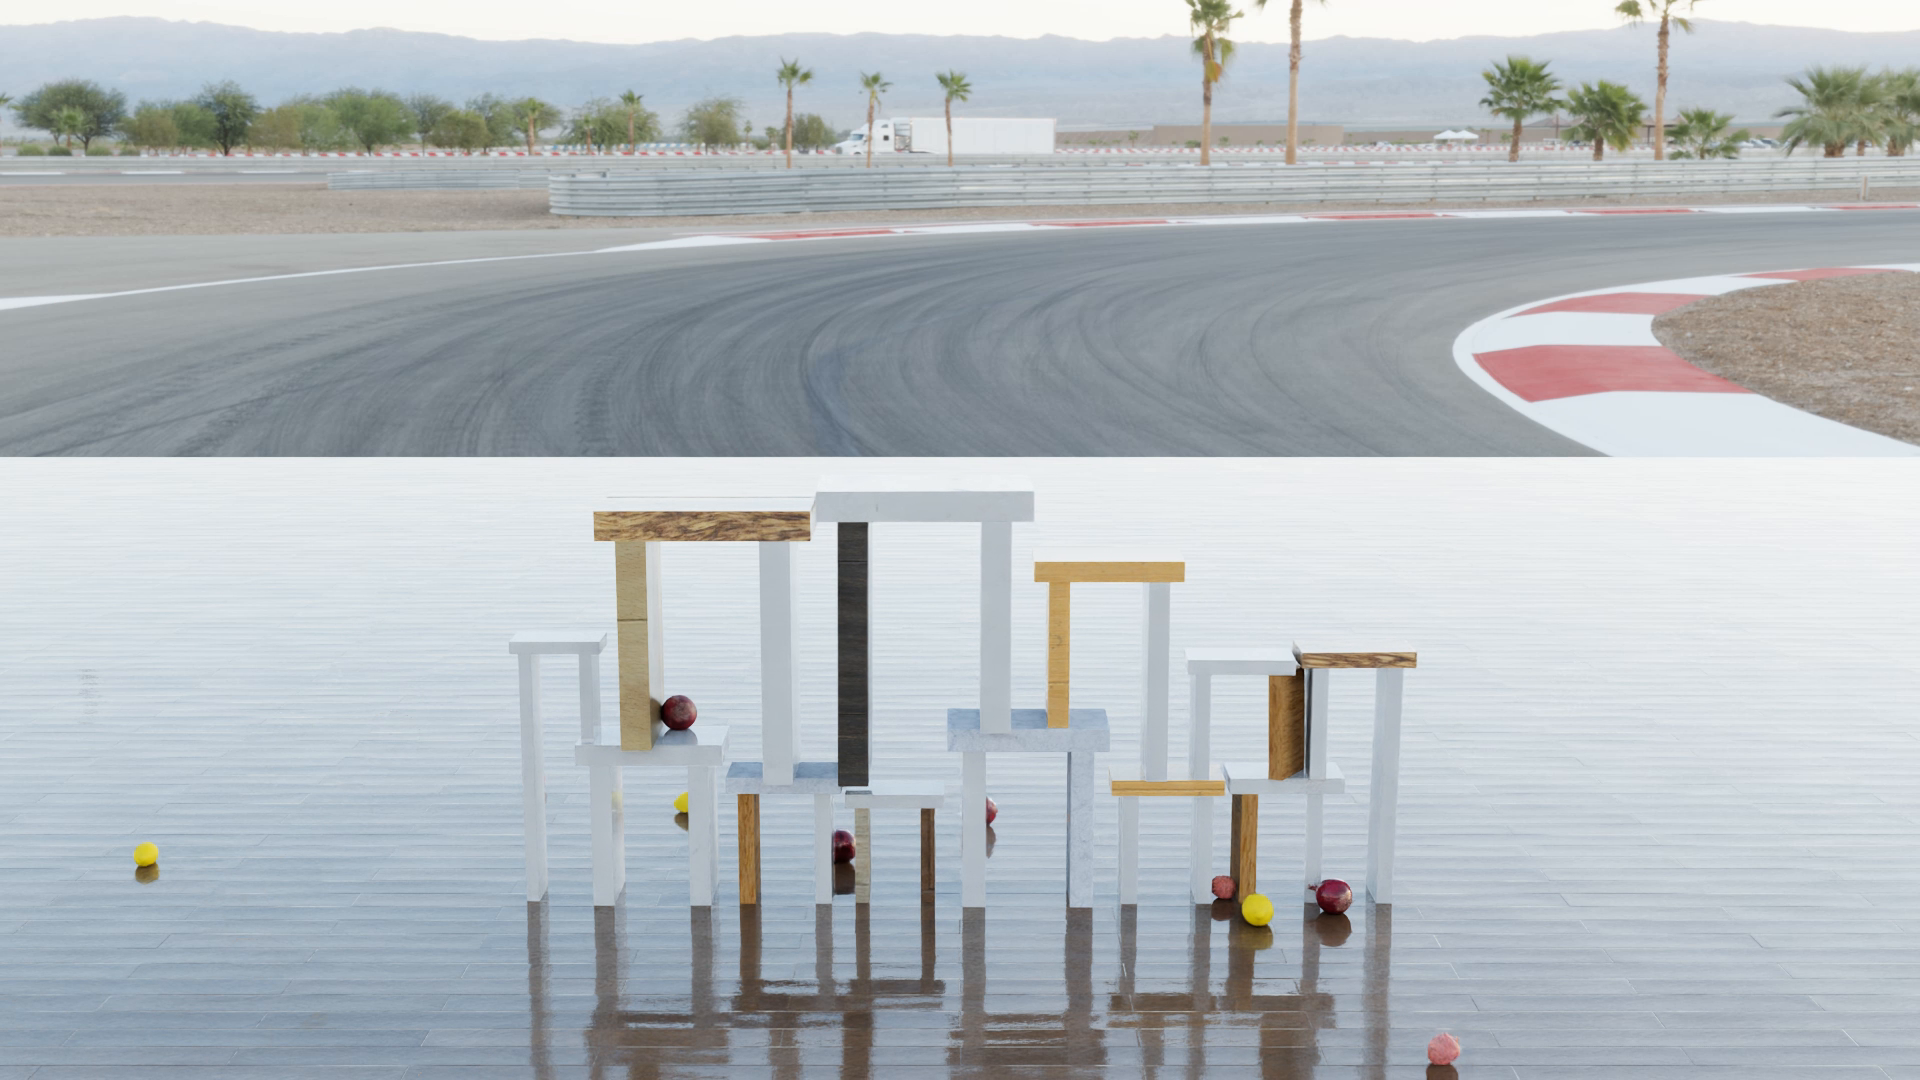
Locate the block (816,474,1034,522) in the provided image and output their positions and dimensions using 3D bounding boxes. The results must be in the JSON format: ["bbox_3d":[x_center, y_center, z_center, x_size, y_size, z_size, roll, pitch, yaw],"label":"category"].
[{"bbox_3d":[-0.056,-0.068,3.542,0.345,0.049,0.172,0,11,-1],"label":"block"}]

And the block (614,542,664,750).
[{"bbox_3d":[-0.520,0.155,3.585,0.048,0.342,0.171,0,11,0],"label":"block"}]

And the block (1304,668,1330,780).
[{"bbox_3d":[0.583,0.290,3.604,0.026,0.185,0.093,0,11,2],"label":"block"}]

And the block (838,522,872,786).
[{"bbox_3d":[-0.170,0.169,3.581,0.049,0.431,0.172,0,11,0],"label":"block"}]

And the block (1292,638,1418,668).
[{"bbox_3d":[0.643,0.185,3.589,0.185,0.026,0.093,0,11,-1],"label":"block"}]

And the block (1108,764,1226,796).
[{"bbox_3d":[0.340,0.396,3.630,0.185,0.026,0.092,0,11,0],"label":"block"}]

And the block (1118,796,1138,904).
[{"bbox_3d":[0.279,0.500,3.649,0.026,0.185,0.092,0,11,0],"label":"block"}]

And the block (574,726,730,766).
[{"bbox_3d":[-0.505,0.338,3.625,0.239,0.034,0.119,0,11,0],"label":"block"}]

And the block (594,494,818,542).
[{"bbox_3d":[-0.406,-0.037,3.549,0.342,0.048,0.171,0,11,0],"label":"block"}]

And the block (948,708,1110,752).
[{"bbox_3d":[0.111,0.312,3.618,0.264,0.037,0.132,0,11,0],"label":"block"}]

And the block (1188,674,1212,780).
[{"bbox_3d":[0.394,0.297,3.611,0.025,0.177,0.087,0,11,0],"label":"block"}]

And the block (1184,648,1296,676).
[{"bbox_3d":[0.456,0.198,3.589,0.174,0.025,0.087,0,10,2],"label":"block"}]

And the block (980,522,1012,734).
[{"bbox_3d":[0.057,0.125,3.579,0.049,0.345,0.172,0,11,0],"label":"block"}]

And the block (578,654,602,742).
[{"bbox_3d":[-0.607,0.250,3.605,0.021,0.147,0.073,0,11,0],"label":"block"}]

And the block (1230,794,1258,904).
[{"bbox_3d":[0.471,0.498,3.651,0.027,0.187,0.094,0,11,-3],"label":"block"}]

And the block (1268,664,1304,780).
[{"bbox_3d":[0.534,0.298,3.595,0.025,0.174,0.087,5,12,32],"label":"block"}]

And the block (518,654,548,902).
[{"bbox_3d":[-0.704,0.384,3.630,0.021,0.419,0.073,0,11,0],"label":"block"}]

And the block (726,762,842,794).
[{"bbox_3d":[-0.287,0.392,3.630,0.188,0.027,0.094,0,11,1],"label":"block"}]

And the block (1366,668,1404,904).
[{"bbox_3d":[0.701,0.394,3.630,0.026,0.399,0.093,1,11,0],"label":"block"}]

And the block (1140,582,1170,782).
[{"bbox_3d":[0.320,0.219,3.605,0.034,0.331,0.120,0,11,0],"label":"block"}]

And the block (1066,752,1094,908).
[{"bbox_3d":[0.199,0.460,3.646,0.037,0.264,0.132,0,11,0],"label":"block"}]

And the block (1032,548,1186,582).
[{"bbox_3d":[0.239,0.040,3.572,0.240,0.034,0.120,0,11,0],"label":"block"}]

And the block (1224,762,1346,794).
[{"bbox_3d":[0.534,0.393,3.631,0.187,0.027,0.094,0,11,0],"label":"block"}]

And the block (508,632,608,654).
[{"bbox_3d":[-0.656,0.168,3.590,0.147,0.021,0.073,0,11,0],"label":"block"}]

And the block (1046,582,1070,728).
[{"bbox_3d":[0.159,0.175,3.597,0.034,0.240,0.120,0,11,0],"label":"block"}]

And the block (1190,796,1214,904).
[{"bbox_3d":[0.401,0.500,3.649,0.026,0.184,0.092,0,11,0],"label":"block"}]

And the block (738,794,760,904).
[{"bbox_3d":[-0.350,0.498,3.651,0.027,0.188,0.094,0,11,0],"label":"block"}]

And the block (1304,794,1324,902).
[{"bbox_3d":[0.588,0.497,3.654,0.027,0.187,0.094,1,11,9],"label":"block"}]

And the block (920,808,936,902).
[{"bbox_3d":[-0.053,0.511,3.651,0.023,0.162,0.081,0,11,0],"label":"block"}]

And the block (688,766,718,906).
[{"bbox_3d":[-0.426,0.472,3.649,0.034,0.239,0.119,0,11,0],"label":"block"}]

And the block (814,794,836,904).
[{"bbox_3d":[-0.224,0.498,3.650,0.027,0.188,0.094,0,11,0],"label":"block"}]

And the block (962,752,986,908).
[{"bbox_3d":[0.023,0.460,3.646,0.037,0.264,0.132,0,11,0],"label":"block"}]

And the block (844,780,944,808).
[{"bbox_3d":[-0.107,0.420,3.634,0.162,0.023,0.081,0,11,0],"label":"block"}]

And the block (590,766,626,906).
[{"bbox_3d":[-0.585,0.472,3.650,0.034,0.239,0.119,0,11,0],"label":"block"}]

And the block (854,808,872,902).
[{"bbox_3d":[-0.161,0.511,3.651,0.023,0.162,0.081,0,11,0],"label":"block"}]

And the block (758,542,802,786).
[{"bbox_3d":[-0.293,0.183,3.589,0.048,0.400,0.171,0,11,0],"label":"block"}]
